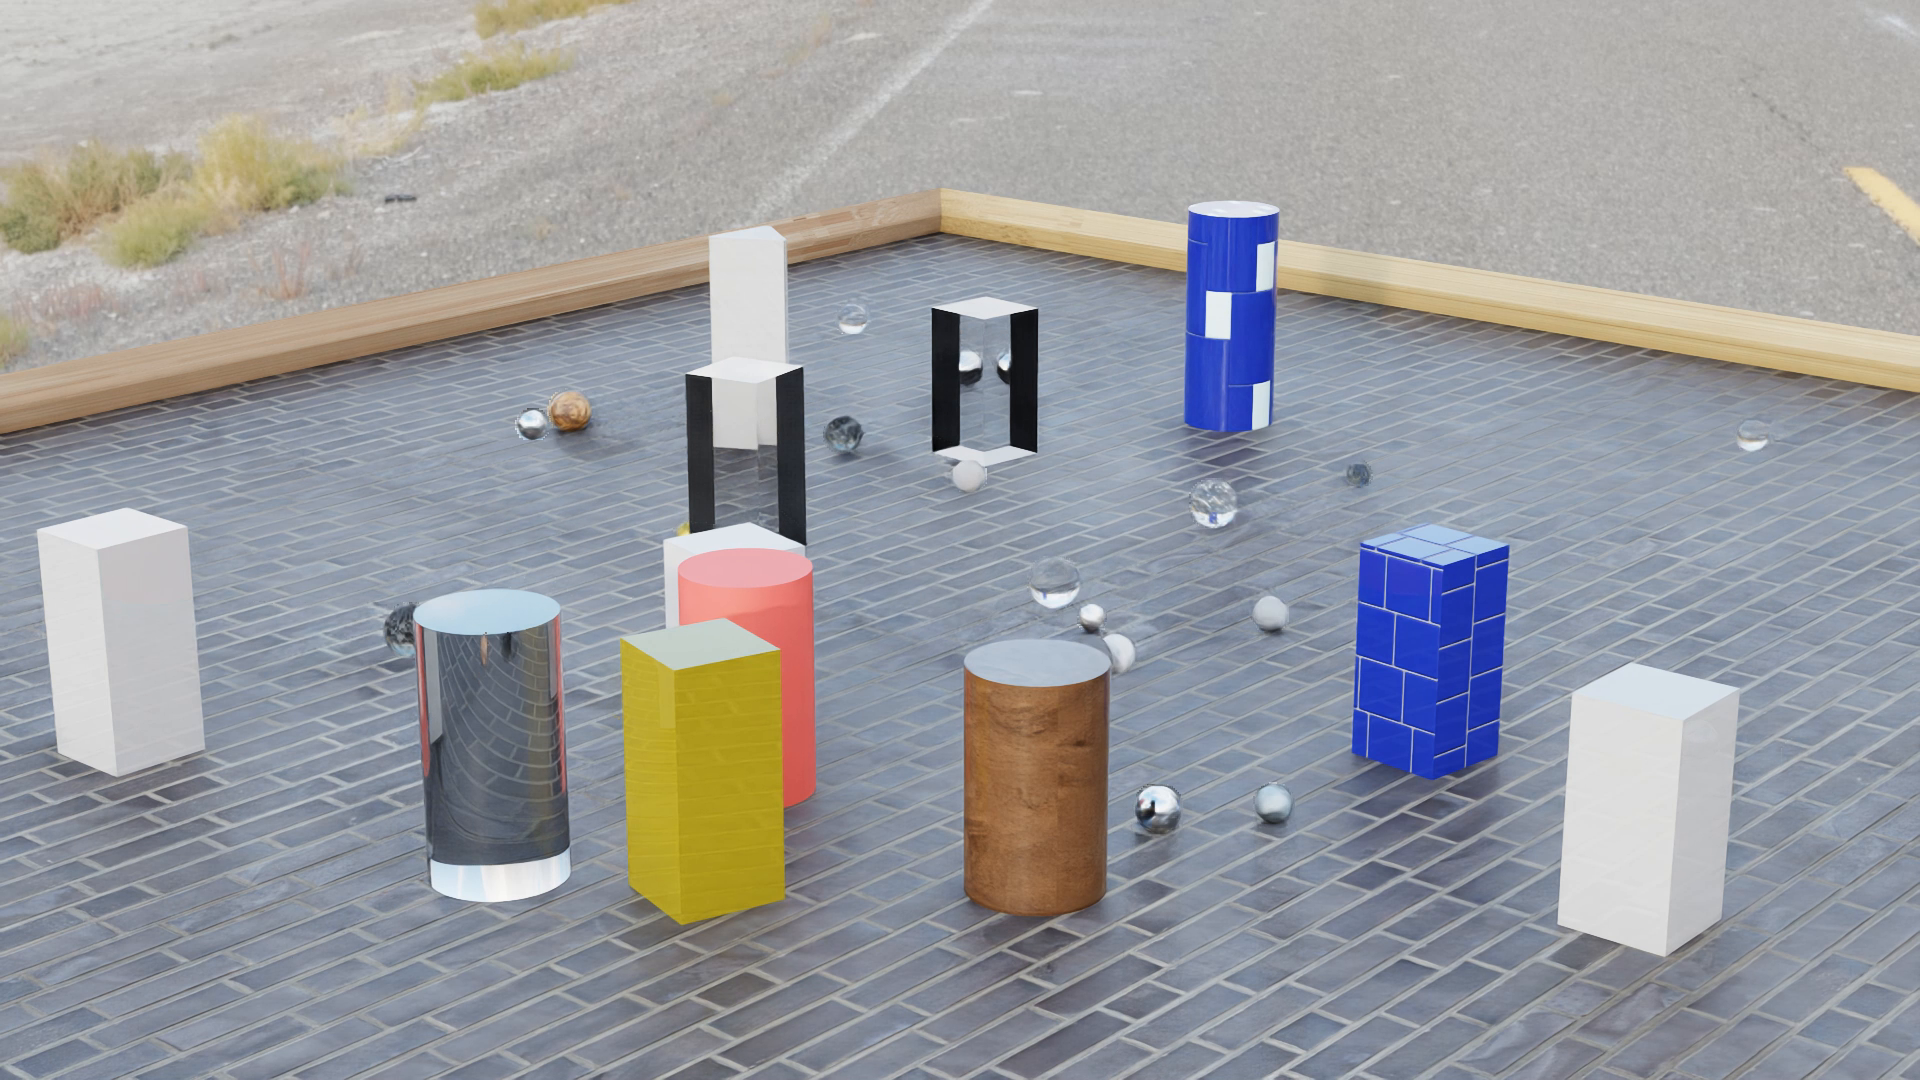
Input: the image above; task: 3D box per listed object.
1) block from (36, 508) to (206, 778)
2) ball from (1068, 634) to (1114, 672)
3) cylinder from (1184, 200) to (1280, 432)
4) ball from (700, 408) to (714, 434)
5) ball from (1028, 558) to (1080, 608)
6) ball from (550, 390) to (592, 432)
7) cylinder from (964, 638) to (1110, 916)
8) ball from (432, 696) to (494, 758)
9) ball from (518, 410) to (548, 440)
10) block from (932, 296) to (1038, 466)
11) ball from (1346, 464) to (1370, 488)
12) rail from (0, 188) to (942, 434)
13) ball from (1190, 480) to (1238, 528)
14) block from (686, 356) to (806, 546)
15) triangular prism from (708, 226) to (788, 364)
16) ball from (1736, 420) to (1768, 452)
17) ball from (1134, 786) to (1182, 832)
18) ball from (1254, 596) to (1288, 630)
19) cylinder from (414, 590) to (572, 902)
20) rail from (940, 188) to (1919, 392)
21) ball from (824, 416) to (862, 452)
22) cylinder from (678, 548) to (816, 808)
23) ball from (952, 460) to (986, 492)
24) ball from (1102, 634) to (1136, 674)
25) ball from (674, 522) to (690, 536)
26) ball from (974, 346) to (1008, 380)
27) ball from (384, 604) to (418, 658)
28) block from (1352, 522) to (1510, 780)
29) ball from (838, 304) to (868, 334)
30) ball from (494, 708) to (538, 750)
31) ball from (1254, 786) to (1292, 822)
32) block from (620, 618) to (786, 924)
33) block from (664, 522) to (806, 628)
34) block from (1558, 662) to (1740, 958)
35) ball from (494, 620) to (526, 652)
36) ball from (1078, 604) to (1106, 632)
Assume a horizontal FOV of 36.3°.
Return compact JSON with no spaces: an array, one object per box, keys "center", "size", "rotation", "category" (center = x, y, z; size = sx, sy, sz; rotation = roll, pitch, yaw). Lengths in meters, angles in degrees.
[{"center":[-1.242,0.149,4.345],"size":[0.153,0.349,0.153],"rotation":[14,22,39],"category":"block"},{"center":[0.199,0.192,4.656],"size":[0.087,0.087,0.087],"rotation":[0,17,0],"category":"ball"},{"center":[0.575,-0.477,6.228],"size":[0.192,0.458,0.192],"rotation":[0,17,0],"category":"cylinder"},{"center":[-0.522,-0.253,6.186],"size":[0.055,0.055,0.055],"rotation":[0,17,0],"category":"ball"},{"center":[0.163,0.073,5.047],"size":[0.088,0.088,0.088],"rotation":[0,17,0],"category":"ball"},{"center":[-0.822,-0.272,6.192],"size":[0.087,0.087,0.087],"rotation":[0,17,0],"category":"ball"},{"center":[0.100,0.311,3.865],"size":[0.192,0.317,0.192],"rotation":[0,17,0],"category":"cylinder"},{"center":[-0.740,0.279,4.362],"size":[0.091,0.091,0.091],"rotation":[0,17,0],"category":"ball"},{"center":[-0.894,-0.240,6.131],"size":[0.061,0.061,0.061],"rotation":[0,17,0],"category":"ball"},{"center":[0.051,-0.325,5.993],"size":[0.153,0.305,0.153],"rotation":[-15,23,-41],"category":"block"},{"center":[0.786,-0.128,5.785],"size":[0.047,0.047,0.047],"rotation":[0,17,0],"category":"ball"},{"center":[-1.677,-0.390,6.515],"size":[0.045,0.124,4.999],"rotation":[14,22,39],"category":"rail"},{"center":[0.478,-0.068,5.512],"size":[0.090,0.090,0.090],"rotation":[0,17,0],"category":"ball"},{"center":[-0.388,-0.144,5.329],"size":[0.153,0.341,0.153],"rotation":[9,19,29],"category":"block"},{"center":[-0.420,-0.434,6.141],"size":[0.166,0.427,0.144],"rotation":[4,17,13],"category":"triangular prism"},{"center":[1.632,-0.215,6.042],"size":[0.066,0.066,0.066],"rotation":[0,17,0],"category":"ball"},{"center":[0.276,0.375,4.087],"size":[0.066,0.066,0.066],"rotation":[0,17,0],"category":"ball"},{"center":[0.522,0.124,4.932],"size":[0.058,0.058,0.058],"rotation":[0,17,0],"category":"ball"},{"center":[-0.621,0.271,3.902],"size":[0.192,0.371,0.192],"rotation":[0,17,0],"category":"cylinder"},{"center":[1.623,-0.509,6.910],"size":[4.490,0.124,0.045],"rotation":[14,22,39],"category":"rail"},{"center":[-0.239,-0.218,6.031],"size":[0.077,0.077,0.077],"rotation":[0,17,0],"category":"ball"},{"center":[-0.305,0.199,4.206],"size":[0.192,0.334,0.192],"rotation":[0,17,0],"category":"cylinder"},{"center":[0.017,-0.126,5.750],"size":[0.064,0.064,0.064],"rotation":[0,17,0],"category":"ball"},{"center":[0.250,0.184,4.724],"size":[0.064,0.064,0.064],"rotation":[0,17,0],"category":"ball"},{"center":[-0.500,-0.010,5.392],"size":[0.048,0.048,0.048],"rotation":[0,17,0],"category":"ball"},{"center":[0.071,-0.400,6.637],"size":[0.075,0.075,0.075],"rotation":[0,17,0],"category":"ball"},{"center":[-0.898,0.149,4.795],"size":[0.088,0.088,0.088],"rotation":[0,17,0],"category":"ball"},{"center":[0.695,0.162,4.337],"size":[0.153,0.328,0.153],"rotation":[-15,22,-40],"category":"block"},{"center":[-0.260,-0.533,7.081],"size":[0.073,0.073,0.073],"rotation":[0,17,0],"category":"ball"},{"center":[-0.666,0.283,4.393],"size":[0.065,0.065,0.065],"rotation":[0,17,0],"category":"ball"},{"center":[0.441,0.371,4.122],"size":[0.053,0.053,0.053],"rotation":[0,17,0],"category":"ball"},{"center":[-0.337,0.301,3.843],"size":[0.153,0.349,0.153],"rotation":[-10,20,-31],"category":"block"},{"center":[-0.339,0.148,4.434],"size":[0.153,0.300,0.153],"rotation":[-12,21,-35],"category":"block"},{"center":[0.881,0.343,3.757],"size":[0.153,0.318,0.153],"rotation":[14,22,38],"category":"block"},{"center":[-0.742,0.158,4.828],"size":[0.052,0.052,0.052],"rotation":[0,17,0],"category":"ball"},{"center":[0.222,0.131,4.930],"size":[0.046,0.046,0.046],"rotation":[0,17,0],"category":"ball"}]
